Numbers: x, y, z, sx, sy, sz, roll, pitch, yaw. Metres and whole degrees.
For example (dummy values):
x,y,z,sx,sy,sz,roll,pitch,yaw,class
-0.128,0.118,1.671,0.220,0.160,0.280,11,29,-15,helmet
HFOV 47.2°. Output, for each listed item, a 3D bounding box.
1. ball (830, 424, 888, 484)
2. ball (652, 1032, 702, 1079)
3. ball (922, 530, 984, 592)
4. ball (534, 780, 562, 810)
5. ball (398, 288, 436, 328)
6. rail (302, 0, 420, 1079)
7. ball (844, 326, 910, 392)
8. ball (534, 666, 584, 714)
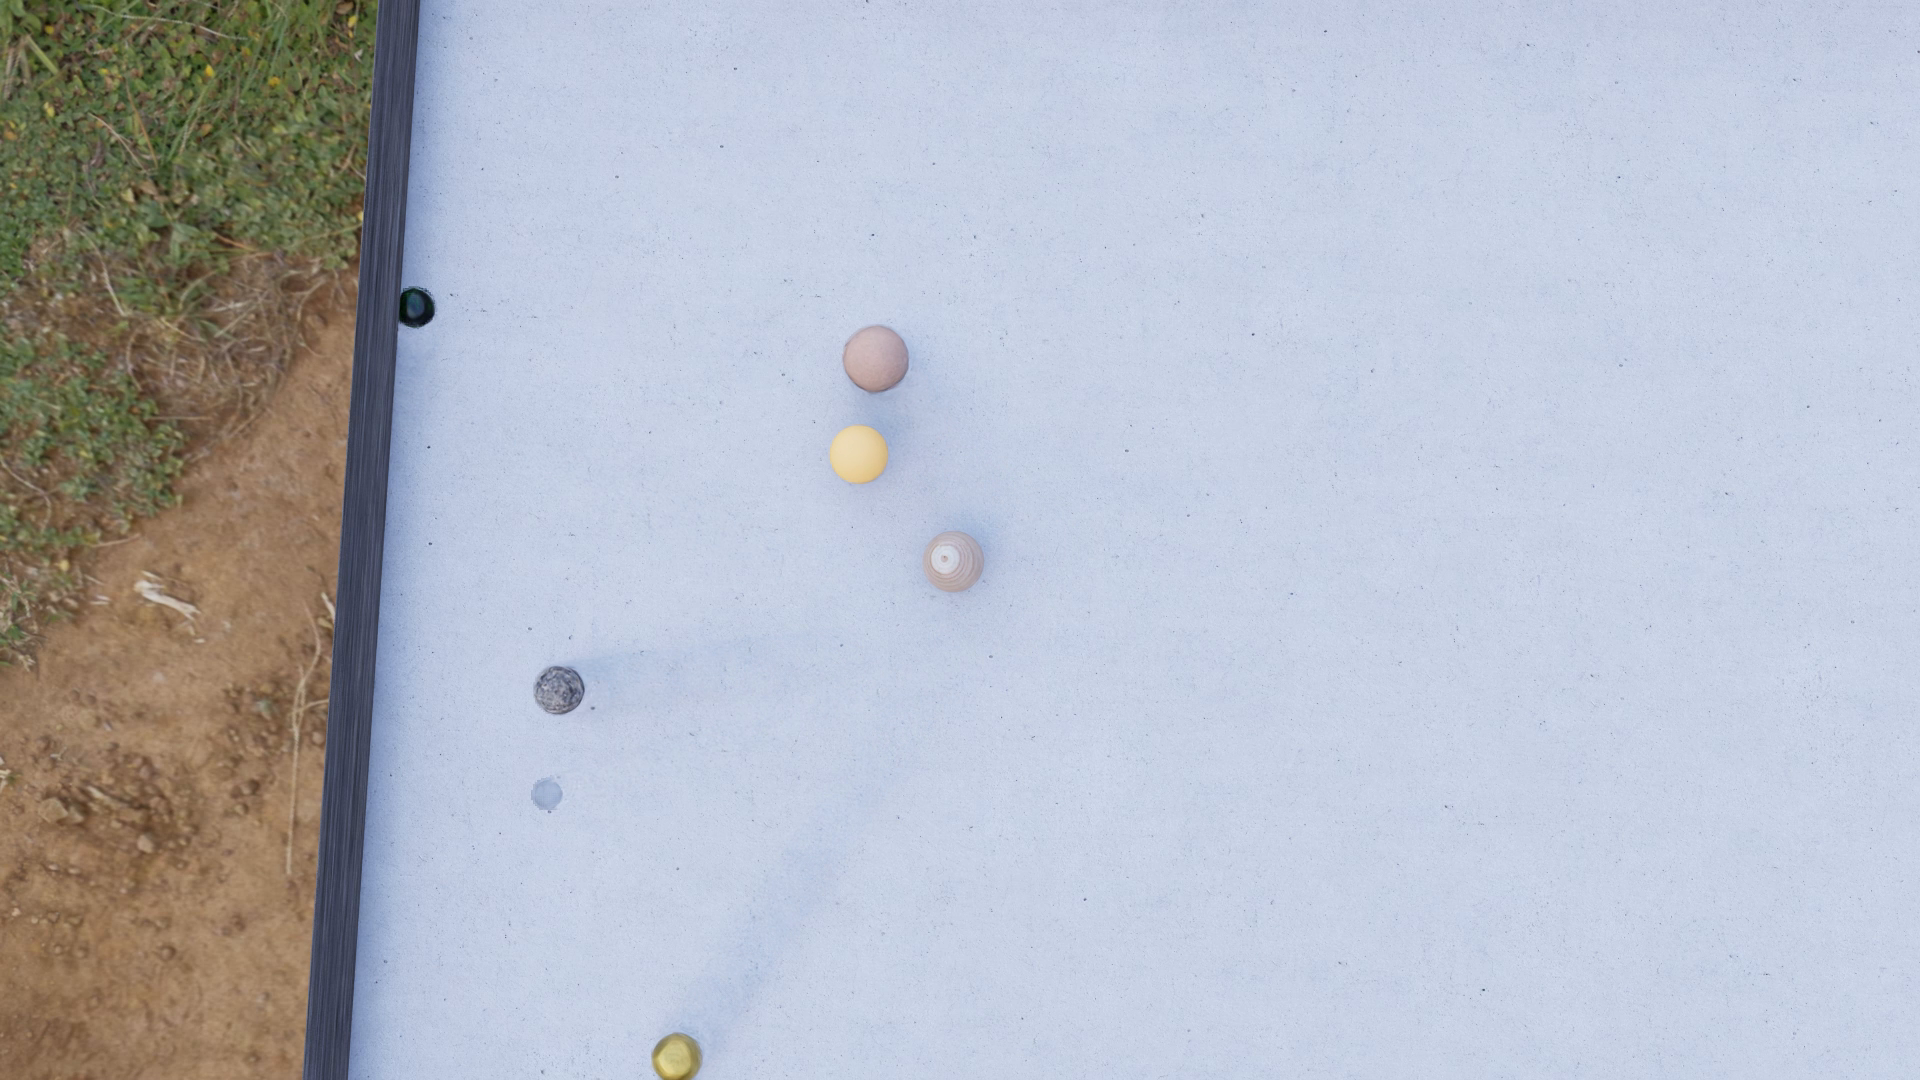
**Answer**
x,y,z,sx,sy,sz,roll,pitch,yaw,class
-0.152,-0.129,3.296,0.089,0.089,0.089,0,80,0,ball
-0.405,0.743,3.152,0.072,0.072,0.072,0,80,0,ball
-0.010,0.032,3.266,0.092,0.092,0.092,0,80,0,ball
-0.606,0.374,3.231,0.042,0.042,0.042,0,80,0,ball
-0.830,-0.353,3.350,0.060,0.060,0.060,0,80,0,ball
-0.875,-0.023,3.256,0.045,0.130,2.021,1,80,0,rail
-0.126,-0.272,3.315,0.100,0.100,0.100,0,80,0,ball
-0.591,0.221,3.243,0.072,0.072,0.072,0,80,0,ball
